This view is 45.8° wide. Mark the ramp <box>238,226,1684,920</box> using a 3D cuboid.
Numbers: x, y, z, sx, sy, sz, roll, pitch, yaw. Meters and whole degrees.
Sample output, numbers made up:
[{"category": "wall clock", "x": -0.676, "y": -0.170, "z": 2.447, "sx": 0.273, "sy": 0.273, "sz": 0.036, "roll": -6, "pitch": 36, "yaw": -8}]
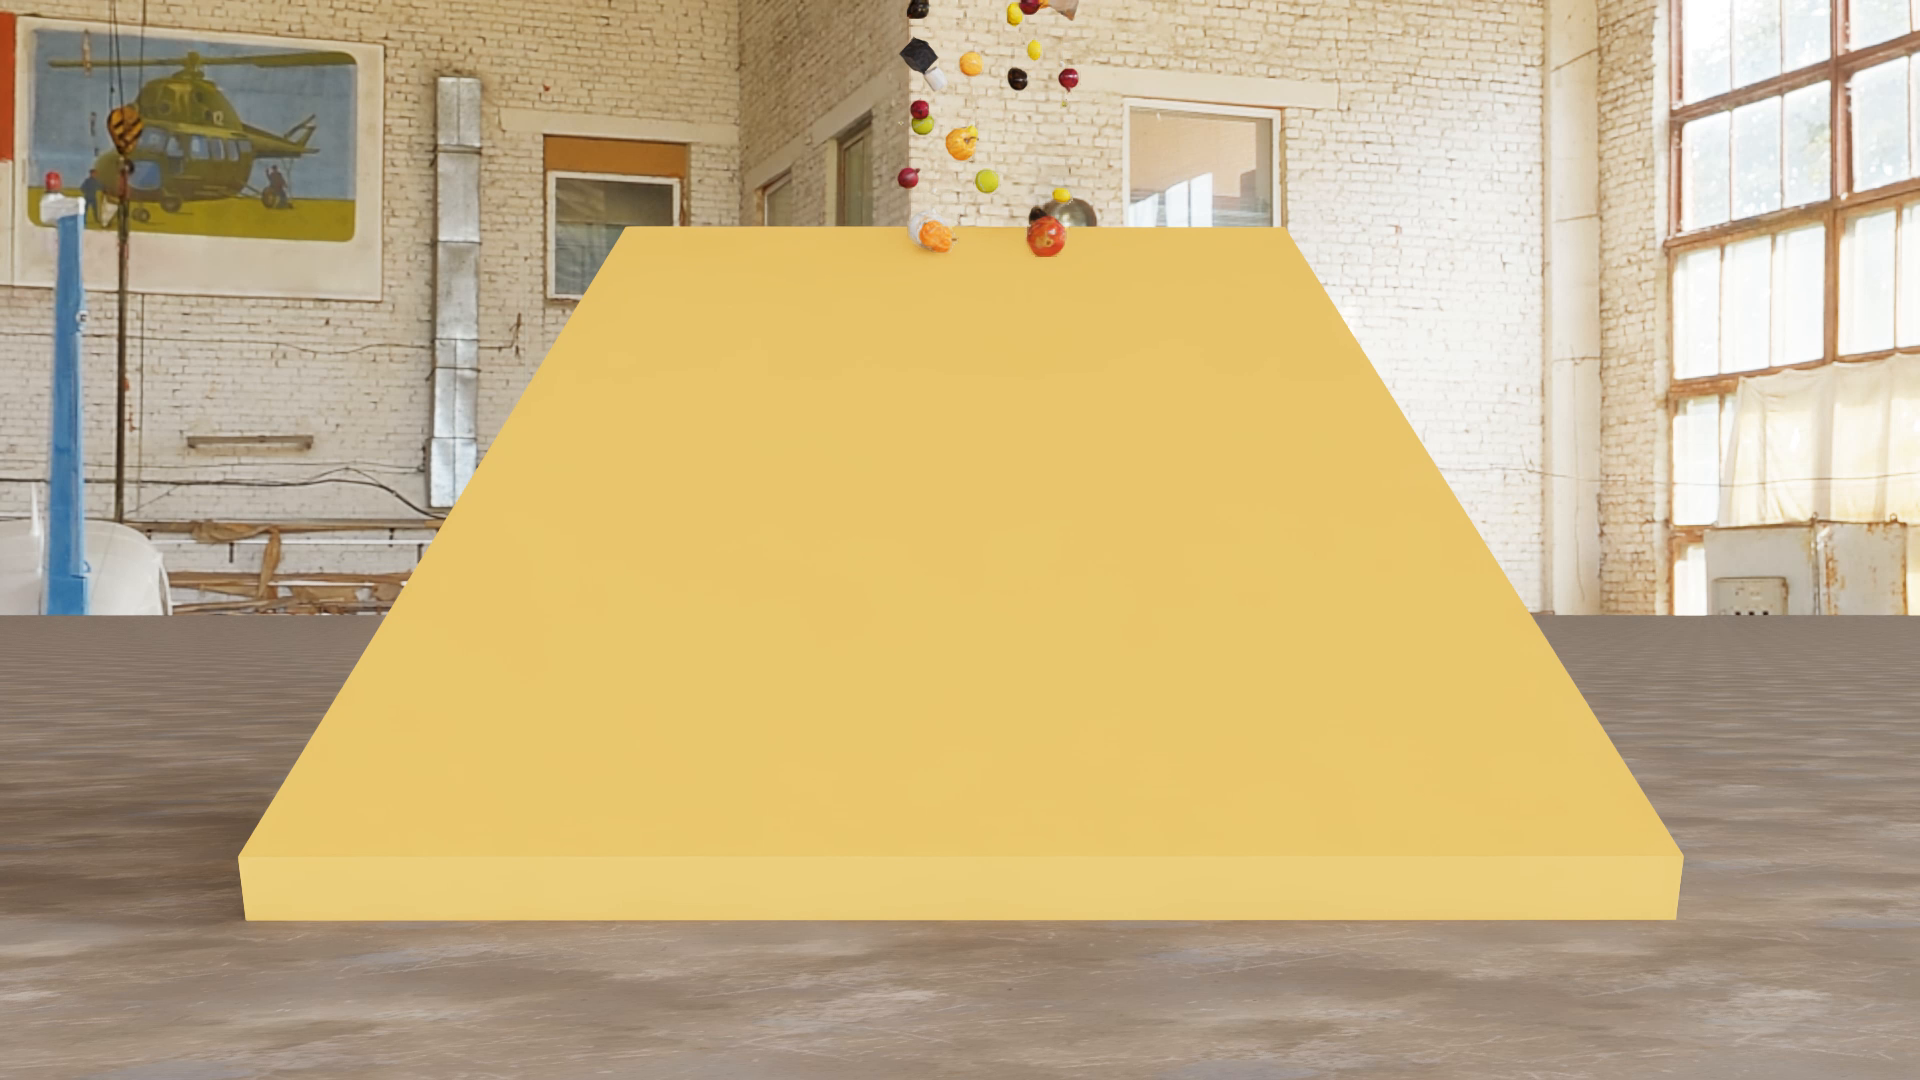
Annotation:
[{"category": "ramp", "x": -0.005, "y": -0.210, "z": 5.035, "sx": 2.000, "sy": 0.100, "sz": 4.000, "roll": 0, "pitch": 20, "yaw": 0}]

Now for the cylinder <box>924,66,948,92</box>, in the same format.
[{"category": "cylinder", "x": -0.068, "y": -1.291, "z": 6.358, "sx": 0.052, "sy": 0.052, "sz": 0.052, "roll": -32, "pitch": 20, "yaw": 13}]

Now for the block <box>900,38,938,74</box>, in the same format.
[{"category": "block", "x": -0.120, "y": -1.415, "z": 6.634, "sx": 0.066, "sy": 0.066, "sz": 0.066, "roll": 32, "pitch": -11, "yaw": 48}]

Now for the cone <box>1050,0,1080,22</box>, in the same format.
[{"category": "cone", "x": 0.315, "y": -1.525, "z": 6.543, "sx": 0.095, "sy": 0.095, "sz": 0.095, "roll": -1, "pitch": -32, "yaw": 20}]
